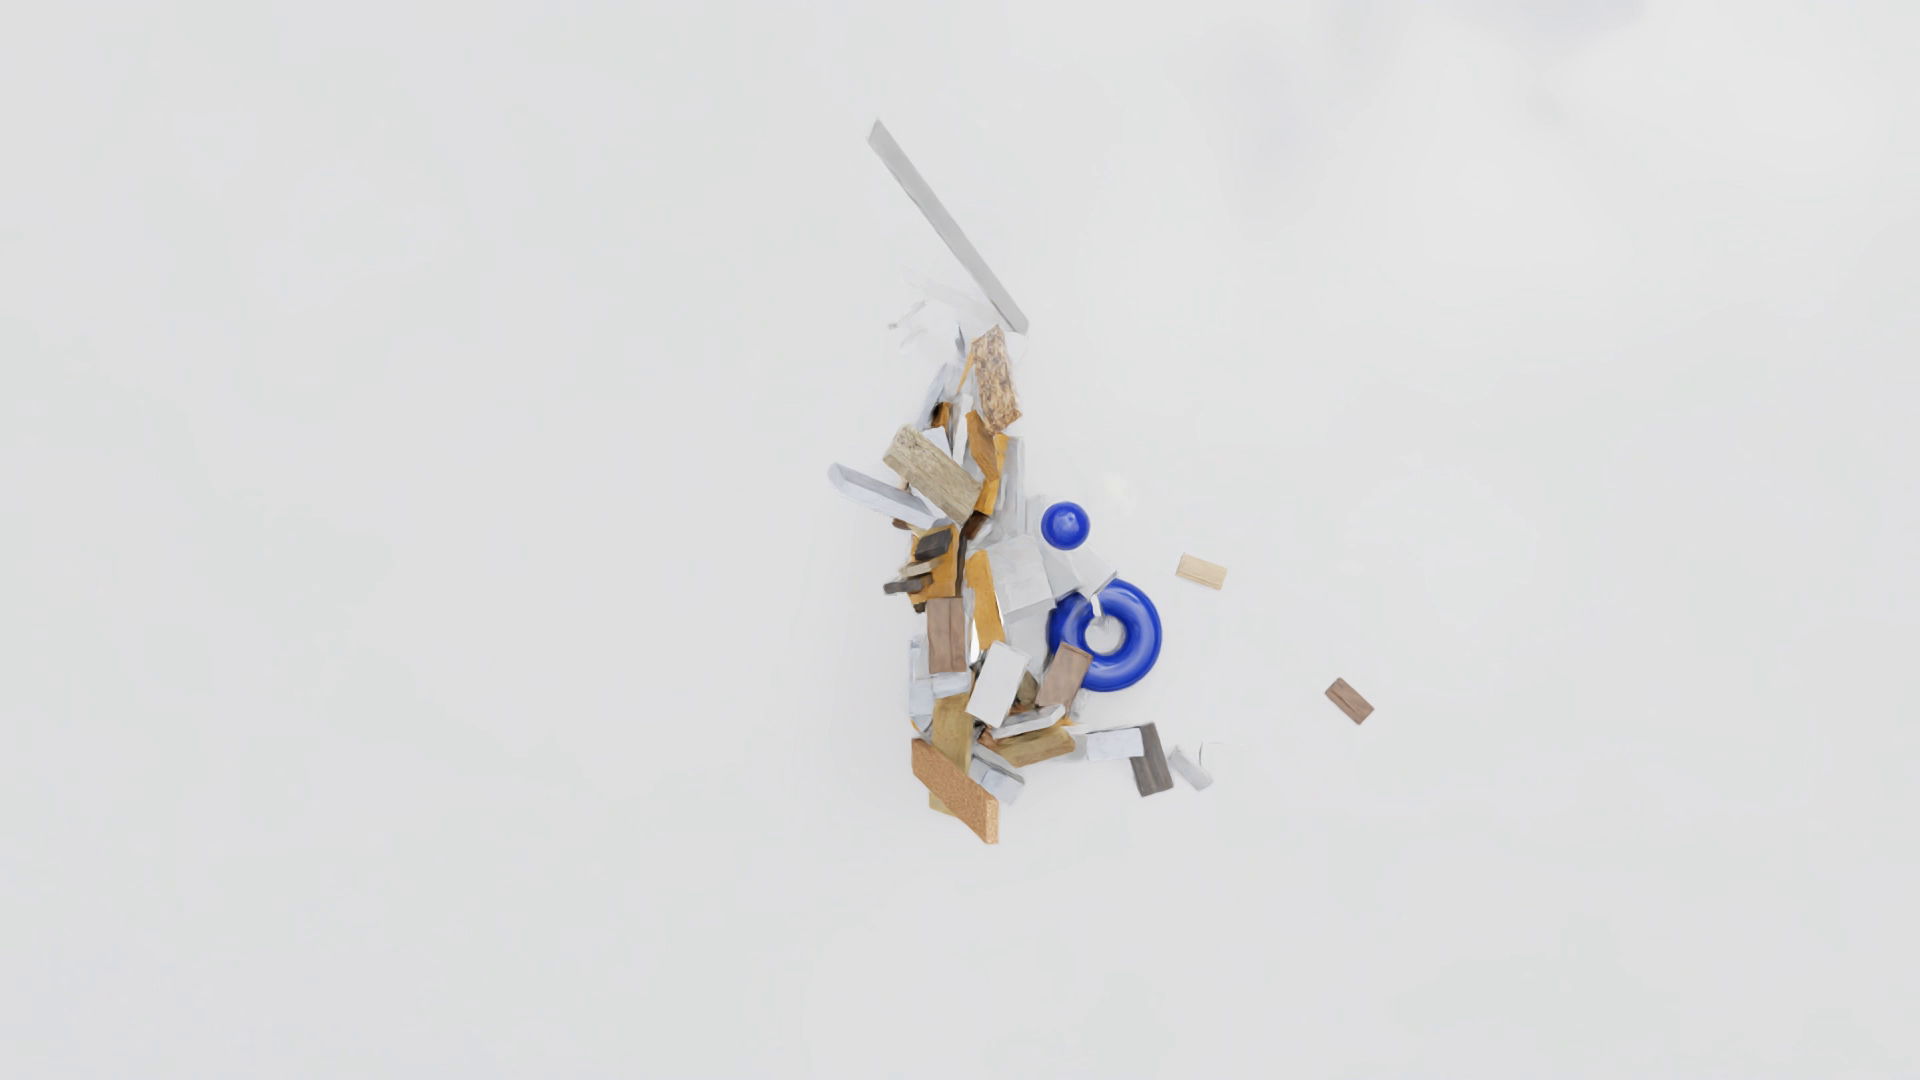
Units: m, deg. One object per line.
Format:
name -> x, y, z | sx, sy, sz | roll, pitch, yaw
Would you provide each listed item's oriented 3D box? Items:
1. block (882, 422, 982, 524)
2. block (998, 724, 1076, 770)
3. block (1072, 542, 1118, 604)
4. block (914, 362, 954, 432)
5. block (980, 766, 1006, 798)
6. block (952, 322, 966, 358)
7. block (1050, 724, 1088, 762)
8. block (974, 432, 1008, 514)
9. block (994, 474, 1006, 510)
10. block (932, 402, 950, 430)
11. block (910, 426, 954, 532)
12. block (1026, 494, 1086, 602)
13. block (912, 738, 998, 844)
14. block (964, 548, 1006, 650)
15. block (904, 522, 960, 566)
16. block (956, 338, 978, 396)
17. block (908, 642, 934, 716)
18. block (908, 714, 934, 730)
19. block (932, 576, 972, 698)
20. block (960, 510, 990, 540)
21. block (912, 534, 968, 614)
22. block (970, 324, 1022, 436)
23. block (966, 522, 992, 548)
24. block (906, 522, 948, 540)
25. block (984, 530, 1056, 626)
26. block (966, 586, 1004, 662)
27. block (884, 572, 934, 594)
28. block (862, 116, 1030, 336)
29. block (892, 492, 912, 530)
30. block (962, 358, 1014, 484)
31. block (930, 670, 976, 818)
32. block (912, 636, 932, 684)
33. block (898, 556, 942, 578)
block -> -0.077, -0.193, 4.748 | 0.298, 0.149, 0.042 | 40, 134, -15
block -> 0.247, 0.664, 5.301 | 0.223, 0.032, 0.112 | -20, 131, 22
block -> 0.371, 0.066, 5.416 | 0.136, 0.039, 0.277 | -45, 64, -5
block -> -0.088, -0.463, 5.389 | 0.031, 0.110, 0.221 | 26, 128, -2
block -> 0.099, 0.817, 5.454 | 0.064, 0.018, 0.129 | 25, 109, 1
block -> -0.002, -0.631, 5.209 | 0.018, 0.125, 0.063 | -9, 66, 7
block -> 0.353, 0.666, 5.391 | 0.112, 0.231, 0.032 | -2, 60, -1
block -> 0.079, -0.229, 5.370 | 0.037, 0.131, 0.263 | 2, 106, -37
block -> 0.122, -0.154, 5.368 | 0.016, 0.058, 0.115 | 8, 88, -39
block -> -0.071, -0.352, 5.395 | 0.026, 0.093, 0.185 | 12, 80, -16
block -> -0.088, -0.198, 5.238 | 0.149, 0.042, 0.338 | -15, 59, 2
block -> 0.270, 0.037, 5.395 | 0.167, 0.047, 0.335 | -32, 72, 27
block -> -0.029, 0.733, 4.928 | 0.033, 1.157, 0.117 | -1, 92, -11
block -> 0.074, 0.188, 5.214 | 0.081, 0.023, 0.327 | -26, 57, 24
block -> -0.077, -0.030, 5.291 | 0.140, 0.334, 0.040 | -6, 135, 20
block -> 0.071, -0.519, 5.465 | 0.136, 0.039, 0.273 | 17, 84, 1
block -> -0.103, 0.446, 5.280 | 0.122, 0.035, 0.245 | 2, 116, -1
block -> -0.104, 0.577, 5.445 | 0.148, 0.021, 0.074 | -22, 89, 39
block -> -0.032, 0.293, 5.067 | 0.110, 0.031, 0.442 | -14, 45, 12
block -> 0.045, -0.048, 5.386 | 0.115, 0.058, 0.016 | -56, 131, -29
block -> -0.062, 0.106, 5.204 | 0.140, 0.280, 0.040 | -10, 133, 17
block -> 0.107, -0.498, 5.049 | 0.110, 0.672, 0.031 | -35, 115, 14
block -> 0.023, -0.001, 5.382 | 0.163, 0.081, 0.023 | -45, 128, -17
block -> -0.125, -0.073, 5.249 | 0.097, 0.194, 0.027 | -32, 132, -7
block -> 0.190, 0.118, 5.240 | 0.167, 0.335, 0.047 | -20, 129, 5
block -> 0.024, 0.272, 5.385 | 0.231, 0.231, 0.231 | 1, 90, 0
block -> -0.152, 0.128, 4.923 | 0.110, 0.220, 0.031 | -8, 93, 10
block -> -0.010, -0.888, 4.904 | 0.018, 1.316, 0.063 | 18, 80, 25
block -> -0.136, -0.113, 5.341 | 0.093, 0.026, 0.185 | 10, 58, 36
block -> 0.070, -0.396, 5.336 | 0.037, 0.131, 0.414 | 14, 90, -38
block -> -0.026, 0.644, 5.286 | 0.122, 0.035, 0.521 | 13, 114, 25
block -> -0.058, 0.340, 5.095 | 0.117, 0.033, 0.234 | -2, 48, 22
block -> -0.120, 0.081, 4.987 | 0.097, 0.200, 0.027 | -15, 93, 11
